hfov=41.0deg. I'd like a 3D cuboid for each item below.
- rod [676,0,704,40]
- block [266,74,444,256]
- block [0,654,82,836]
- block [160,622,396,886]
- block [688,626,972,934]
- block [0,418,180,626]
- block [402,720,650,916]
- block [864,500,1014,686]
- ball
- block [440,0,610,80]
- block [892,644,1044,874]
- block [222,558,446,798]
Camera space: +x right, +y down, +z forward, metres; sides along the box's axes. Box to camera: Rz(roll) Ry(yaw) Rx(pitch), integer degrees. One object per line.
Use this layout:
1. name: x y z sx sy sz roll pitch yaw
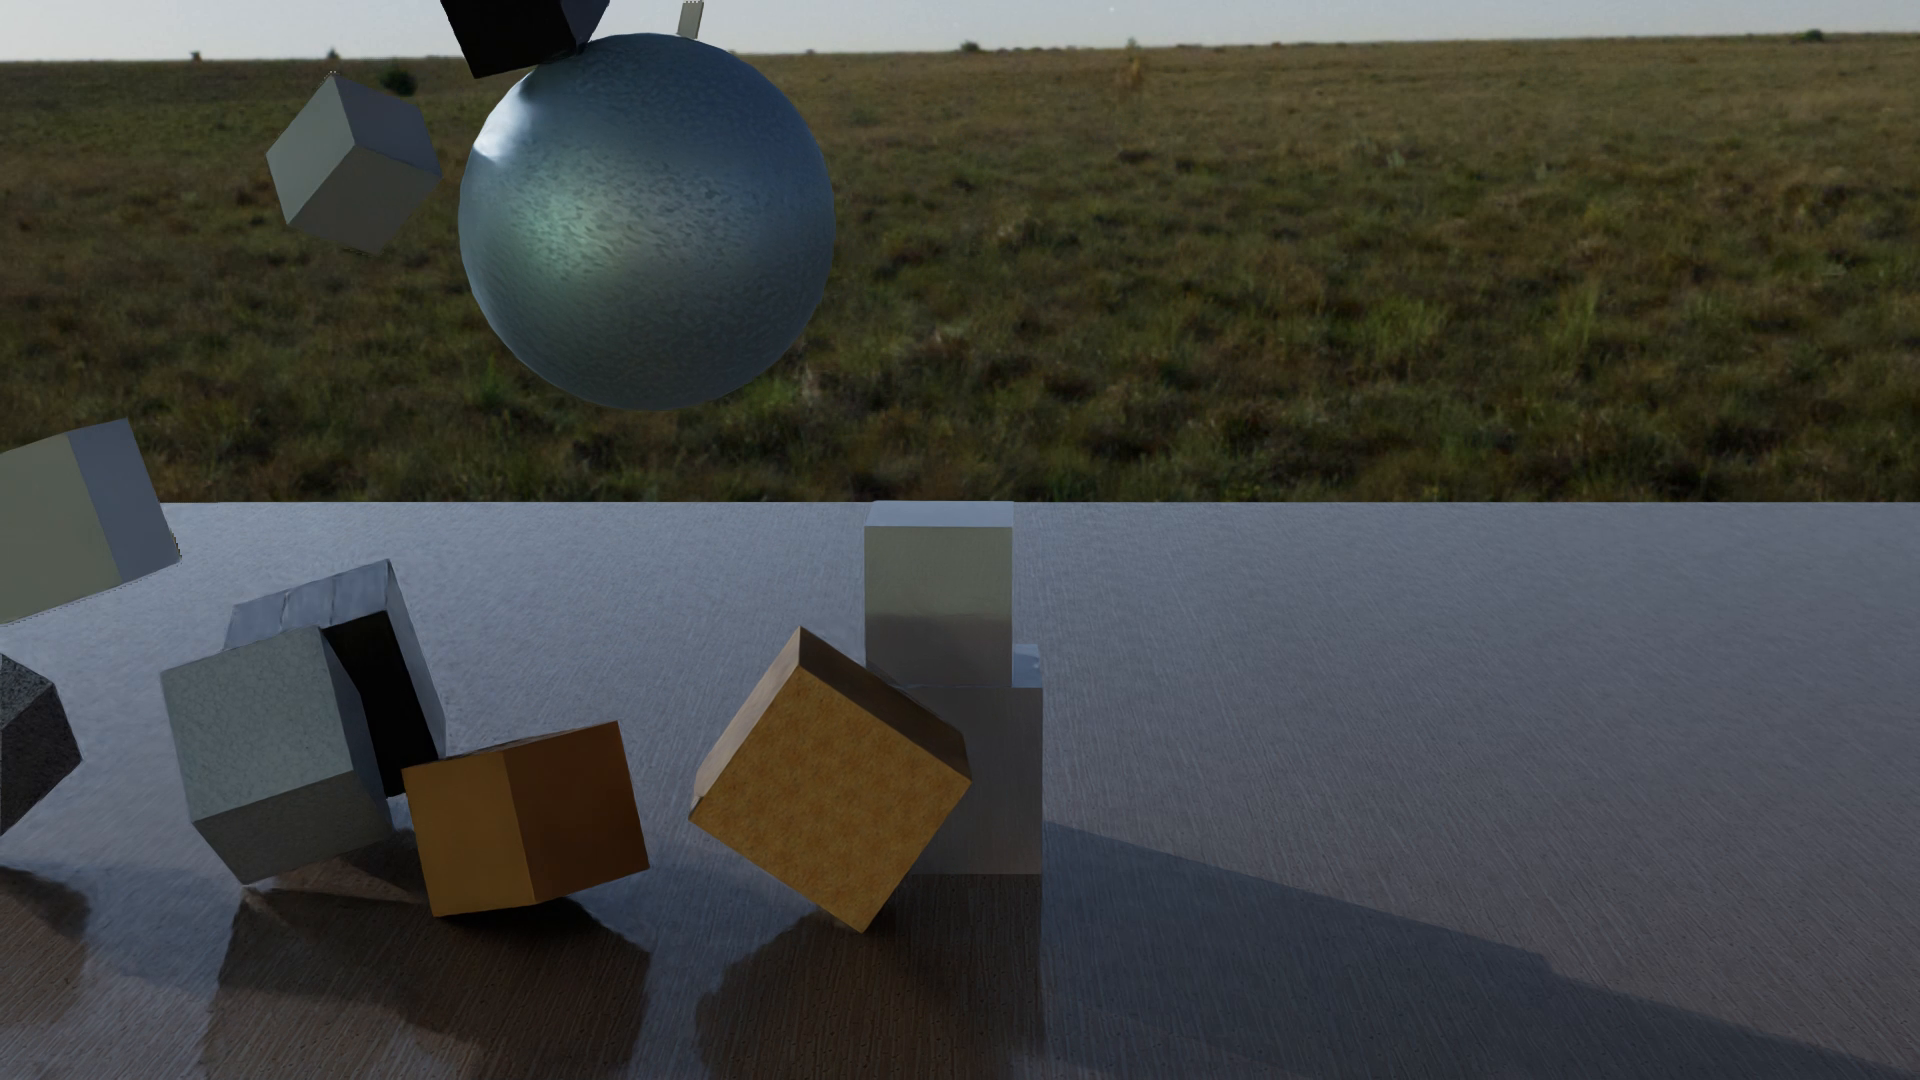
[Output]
1. rod: -0.575 -4.611 10.342 0.080 5.200 0.080 13 10 -2
2. block: -2.653 -1.639 11.234 0.465 0.525 0.444 17 40 -47
3. block: -4.483 0.923 11.750 0.515 0.565 0.588 24 51 20
4. block: -2.948 0.933 11.115 0.689 0.728 0.744 -18 -27 -7
5. block: -0.549 0.999 10.871 0.868 0.789 0.763 35 7 -8
6. block: -4.017 -0.052 11.182 0.826 0.682 0.685 -18 6 6
7. block: -1.834 1.177 10.828 0.695 0.639 0.627 -13 -1 41
8. block: -0.084 0.231 11.549 0.644 0.712 0.682 0 10 2
9. ball: -1.327 -1.349 10.935 1.600 1.600 1.600 0 10 0
10. block: -1.819 -2.305 10.648 0.485 0.500 0.535 -9 35 16
11. block: -0.005 0.988 11.753 0.739 0.851 0.875 0 10 0
12. block: -2.981 0.724 12.303 0.778 0.884 0.832 -17 19 -6
